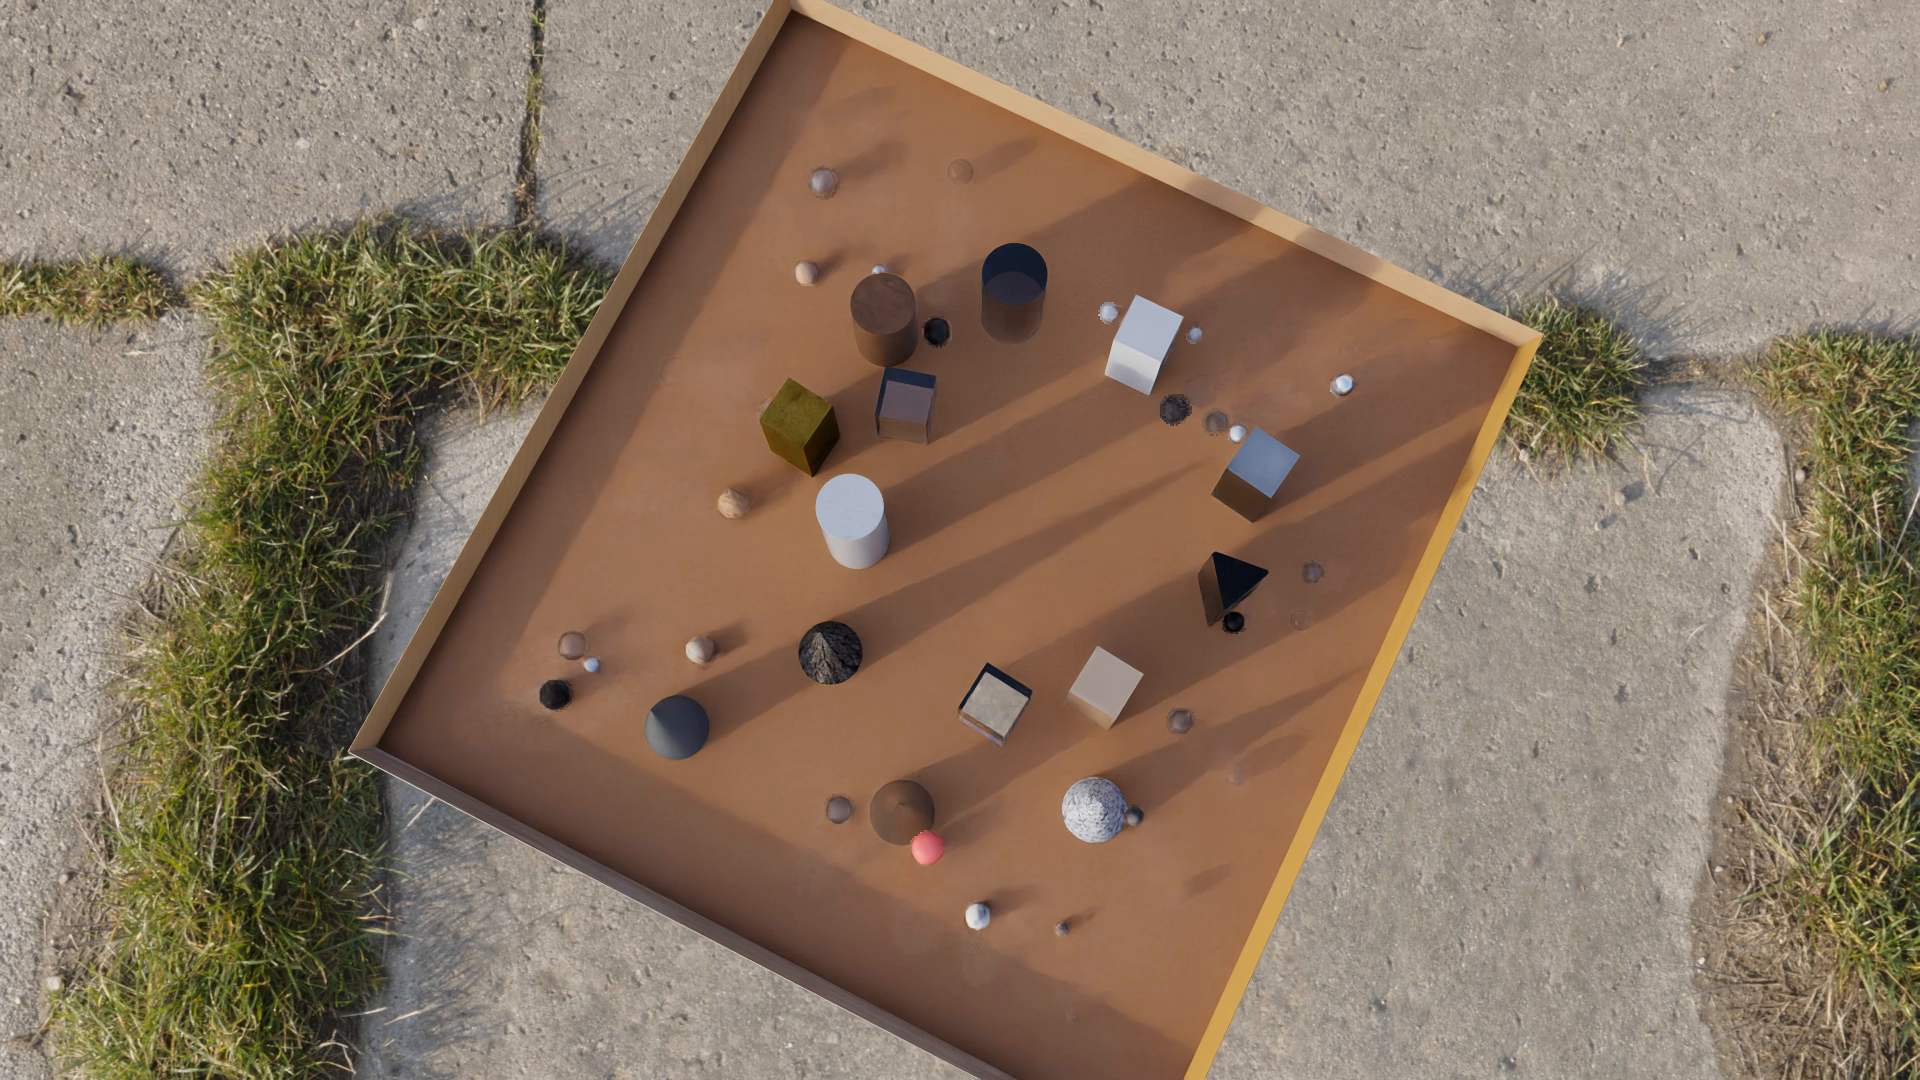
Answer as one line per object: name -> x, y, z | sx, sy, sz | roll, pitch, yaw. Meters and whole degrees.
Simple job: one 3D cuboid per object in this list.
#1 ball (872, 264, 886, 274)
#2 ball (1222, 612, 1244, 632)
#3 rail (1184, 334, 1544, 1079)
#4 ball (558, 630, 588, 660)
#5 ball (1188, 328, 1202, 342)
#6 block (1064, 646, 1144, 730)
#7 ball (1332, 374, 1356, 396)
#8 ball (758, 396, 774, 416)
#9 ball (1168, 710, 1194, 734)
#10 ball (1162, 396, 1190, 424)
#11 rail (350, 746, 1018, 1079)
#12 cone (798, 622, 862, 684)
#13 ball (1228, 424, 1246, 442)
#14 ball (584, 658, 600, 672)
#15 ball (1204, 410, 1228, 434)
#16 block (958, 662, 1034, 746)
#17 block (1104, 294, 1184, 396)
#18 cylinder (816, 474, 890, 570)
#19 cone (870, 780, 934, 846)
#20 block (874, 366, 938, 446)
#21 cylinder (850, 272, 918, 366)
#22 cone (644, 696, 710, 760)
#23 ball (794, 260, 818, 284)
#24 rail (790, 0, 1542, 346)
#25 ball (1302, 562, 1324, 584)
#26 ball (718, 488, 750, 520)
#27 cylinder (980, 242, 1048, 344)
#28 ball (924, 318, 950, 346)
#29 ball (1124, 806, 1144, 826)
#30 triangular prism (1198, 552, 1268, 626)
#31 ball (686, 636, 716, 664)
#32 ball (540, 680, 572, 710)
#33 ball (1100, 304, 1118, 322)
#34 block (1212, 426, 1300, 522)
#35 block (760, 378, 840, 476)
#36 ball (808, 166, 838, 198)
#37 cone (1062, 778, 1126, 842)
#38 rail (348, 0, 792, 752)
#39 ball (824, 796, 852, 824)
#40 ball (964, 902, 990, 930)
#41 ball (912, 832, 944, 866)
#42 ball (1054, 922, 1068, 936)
ball -> -0.254, -0.845, 5.768 | 0.046, 0.046, 0.046 | 0, 78, 0
ball -> 0.826, 0.247, 5.532 | 0.065, 0.065, 0.065 | 0, 78, 0
rail -> 1.157, 0.573, 5.433 | 0.045, 0.126, 2.746 | 26, 80, 5
ball -> -1.164, 0.317, 5.505 | 0.090, 0.090, 0.090 | 0, 78, 0
ball -> 0.735, -0.641, 5.726 | 0.046, 0.046, 0.046 | 0, 78, 0
block -> 0.418, 0.437, 5.374 | 0.155, 0.299, 0.155 | 32, 80, 6
ball -> 1.188, -0.482, 5.680 | 0.071, 0.071, 0.071 | 0, 78, 0
ball -> -0.571, -0.394, 5.642 | 0.096, 0.096, 0.096 | 0, 78, 0
ball -> 0.659, 0.542, 5.466 | 0.075, 0.075, 0.075 | 0, 78, 0
ball -> 0.664, -0.402, 5.656 | 0.085, 0.085, 0.085 | 0, 78, 0
rail -> -0.603, 1.189, 5.305 | 2.634, 0.126, 0.045 | 26, 80, 5
cone -> -0.392, 0.300, 5.343 | 0.194, 0.415, 0.194 | 0, 78, 0
ball -> 0.857, -0.329, 5.658 | 0.053, 0.053, 0.053 | 0, 78, 0
ball -> -1.107, 0.376, 5.515 | 0.046, 0.046, 0.046 | 0, 78, 0
ball -> 0.791, -0.362, 5.653 | 0.075, 0.075, 0.075 | 0, 78, 0
block -> 0.101, 0.484, 5.359 | 0.155, 0.308, 0.155 | 32, 80, 6
block -> 0.555, -0.587, 5.558 | 0.155, 0.352, 0.155 | 26, 79, 5
cylinder -> -0.313, -0.050, 5.404 | 0.194, 0.436, 0.194 | 0, 78, 0
cone -> -0.172, 0.770, 5.252 | 0.194, 0.402, 0.194 | 0, 78, 0
block -> -0.162, -0.407, 5.579 | 0.155, 0.239, 0.155 | 11, 79, 2
cylinder -> -0.229, -0.668, 5.591 | 0.194, 0.321, 0.194 | 0, 78, 0
cone -> -0.850, 0.515, 5.266 | 0.194, 0.479, 0.194 | 0, 78, 0
ball -> -0.481, -0.838, 5.752 | 0.075, 0.075, 0.075 | 0, 78, 0
rail -> 0.603, -1.175, 5.794 | 2.634, 0.126, 0.045 | 26, 80, 5
ball -> 1.072, 0.100, 5.564 | 0.062, 0.062, 0.062 | 0, 78, 0
ball -> -0.691, -0.112, 5.590 | 0.097, 0.097, 0.097 | 0, 78, 0
cylinder -> 0.161, -0.746, 5.579 | 0.194, 0.375, 0.194 | 0, 78, 0
ball -> -0.072, -0.649, 5.708 | 0.084, 0.084, 0.084 | 0, 78, 0
ball -> 0.513, 0.815, 5.406 | 0.057, 0.057, 0.057 | 0, 78, 0
triangular prism -> 0.775, 0.123, 5.420 | 0.168, 0.335, 0.145 | -39, 81, -7
ball -> -0.780, 0.329, 5.504 | 0.087, 0.087, 0.087 | 0, 78, 0
ball -> -1.209, 0.462, 5.474 | 0.093, 0.093, 0.093 | 0, 78, 0
ball -> 0.466, -0.710, 5.737 | 0.052, 0.052, 0.052 | 0, 78, 0
block -> 0.880, -0.192, 5.482 | 0.155, 0.340, 0.155 | 35, 80, 7
block -> -0.477, -0.334, 5.503 | 0.155, 0.357, 0.155 | 33, 80, 6
ball -> -0.433, -1.133, 5.803 | 0.094, 0.094, 0.094 | 0, 78, 0
cone -> 0.400, 0.773, 5.308 | 0.194, 0.292, 0.194 | 0, 78, 0
rail -> -1.157, -0.560, 5.667 | 0.045, 0.126, 2.746 | 26, 80, 5
ball -> -0.358, 0.798, 5.409 | 0.083, 0.083, 0.083 | 0, 78, 0
ball -> 0.052, 1.098, 5.351 | 0.076, 0.076, 0.076 | 0, 78, 0
ball -> -0.094, 0.904, 5.372 | 0.096, 0.096, 0.096 | 0, 78, 0
ball -> 0.296, 1.139, 5.360 | 0.041, 0.041, 0.041 | 0, 78, 0
